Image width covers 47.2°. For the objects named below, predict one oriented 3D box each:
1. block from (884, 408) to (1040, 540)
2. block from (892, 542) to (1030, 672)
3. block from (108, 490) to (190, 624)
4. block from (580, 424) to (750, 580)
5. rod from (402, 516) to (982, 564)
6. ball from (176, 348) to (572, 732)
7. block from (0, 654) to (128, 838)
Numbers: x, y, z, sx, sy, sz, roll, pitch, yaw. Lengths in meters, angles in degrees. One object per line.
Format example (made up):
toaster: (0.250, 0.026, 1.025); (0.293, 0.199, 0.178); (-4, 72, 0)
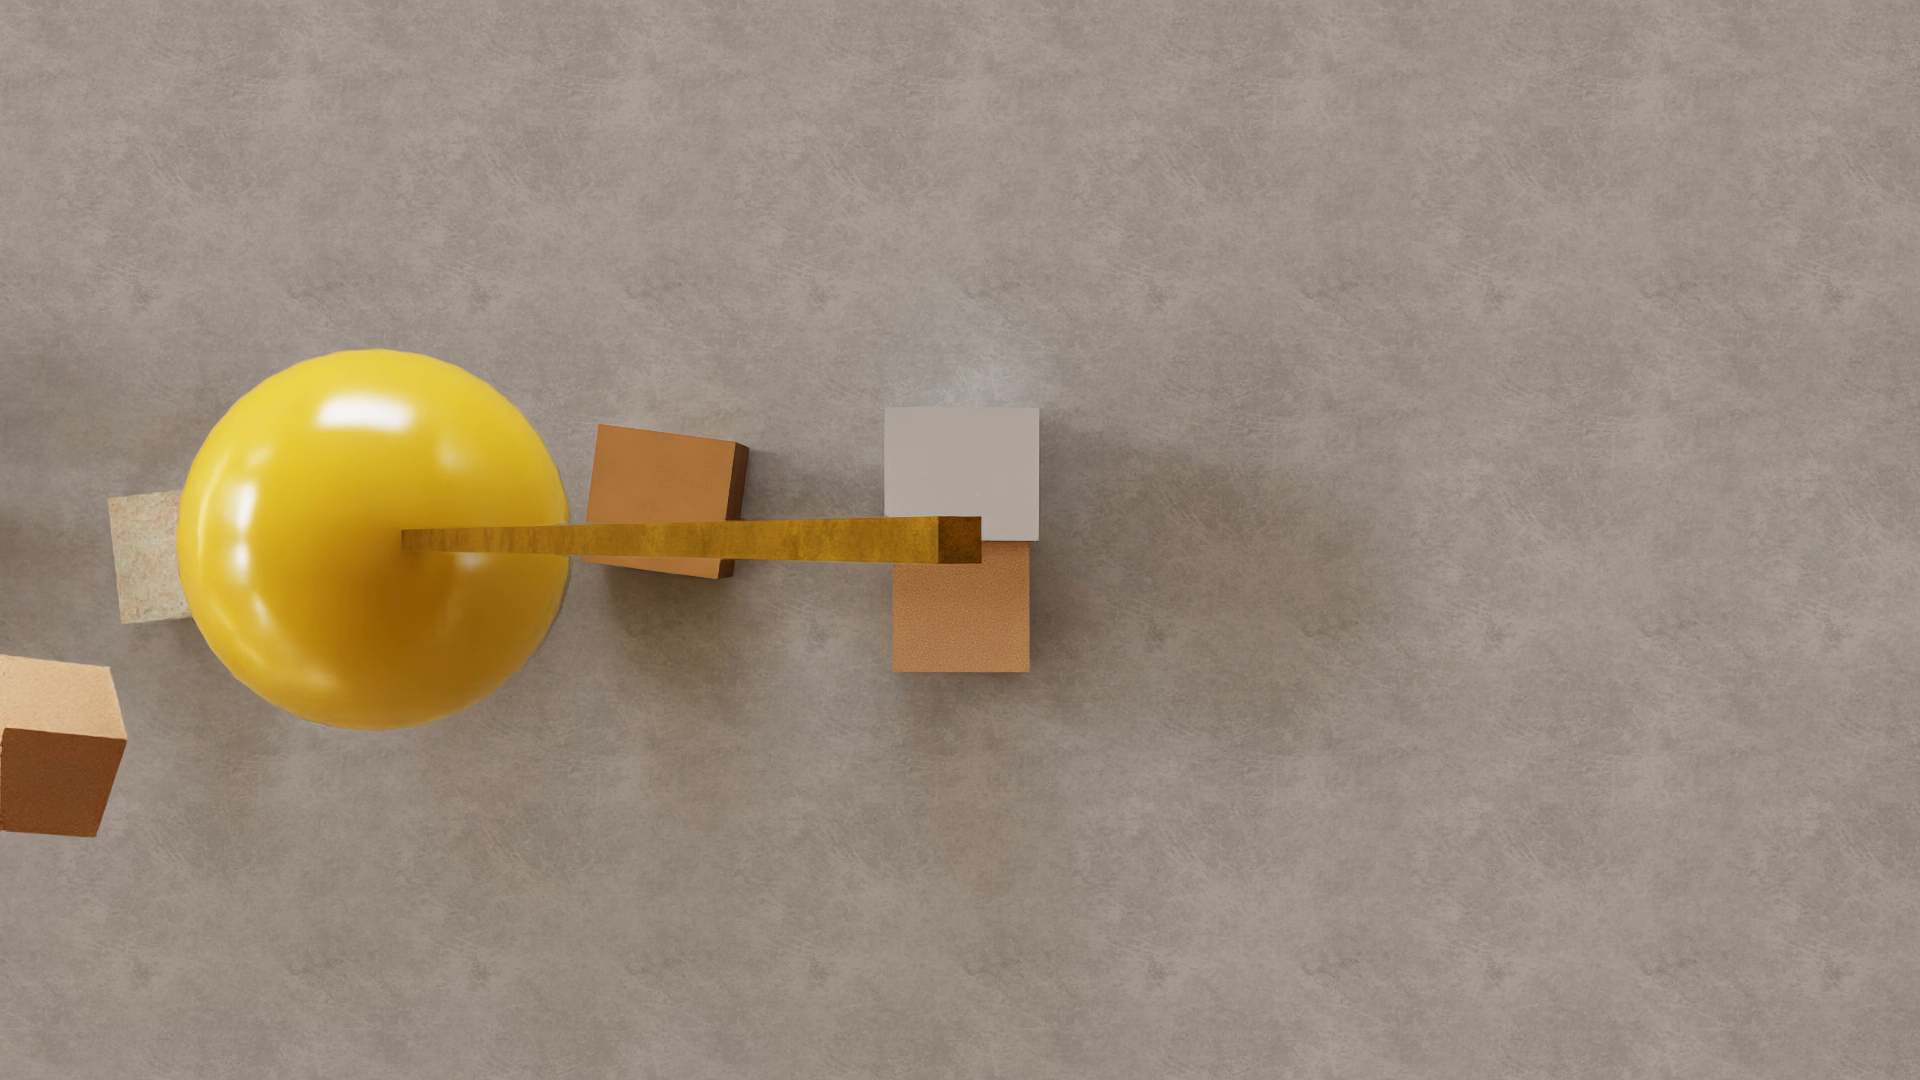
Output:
block: (0.010, -0.365, 12.559); (0.849, 0.882, 0.732); (0, 90, 0)
block: (0.006, 0.371, 12.605); (0.760, 0.790, 0.725); (0, 90, 0)
block: (-4.380, 0.078, 12.660); (0.720, 0.679, 0.710); (-6, 90, 0)
block: (-1.676, -0.214, 12.605); (0.767, 0.791, 0.769); (7, 90, 0)
rod: (-1.053, 0.000, 6.080); (0.080, 5.200, 0.080); (0, 90, -24)
ball: (-2.430, 0.000, 9.188); (1.600, 1.600, 1.600); (0, 90, 0)
block: (-4.025, 0.904, 9.659); (0.504, 0.571, 0.527); (11, 115, -34)
